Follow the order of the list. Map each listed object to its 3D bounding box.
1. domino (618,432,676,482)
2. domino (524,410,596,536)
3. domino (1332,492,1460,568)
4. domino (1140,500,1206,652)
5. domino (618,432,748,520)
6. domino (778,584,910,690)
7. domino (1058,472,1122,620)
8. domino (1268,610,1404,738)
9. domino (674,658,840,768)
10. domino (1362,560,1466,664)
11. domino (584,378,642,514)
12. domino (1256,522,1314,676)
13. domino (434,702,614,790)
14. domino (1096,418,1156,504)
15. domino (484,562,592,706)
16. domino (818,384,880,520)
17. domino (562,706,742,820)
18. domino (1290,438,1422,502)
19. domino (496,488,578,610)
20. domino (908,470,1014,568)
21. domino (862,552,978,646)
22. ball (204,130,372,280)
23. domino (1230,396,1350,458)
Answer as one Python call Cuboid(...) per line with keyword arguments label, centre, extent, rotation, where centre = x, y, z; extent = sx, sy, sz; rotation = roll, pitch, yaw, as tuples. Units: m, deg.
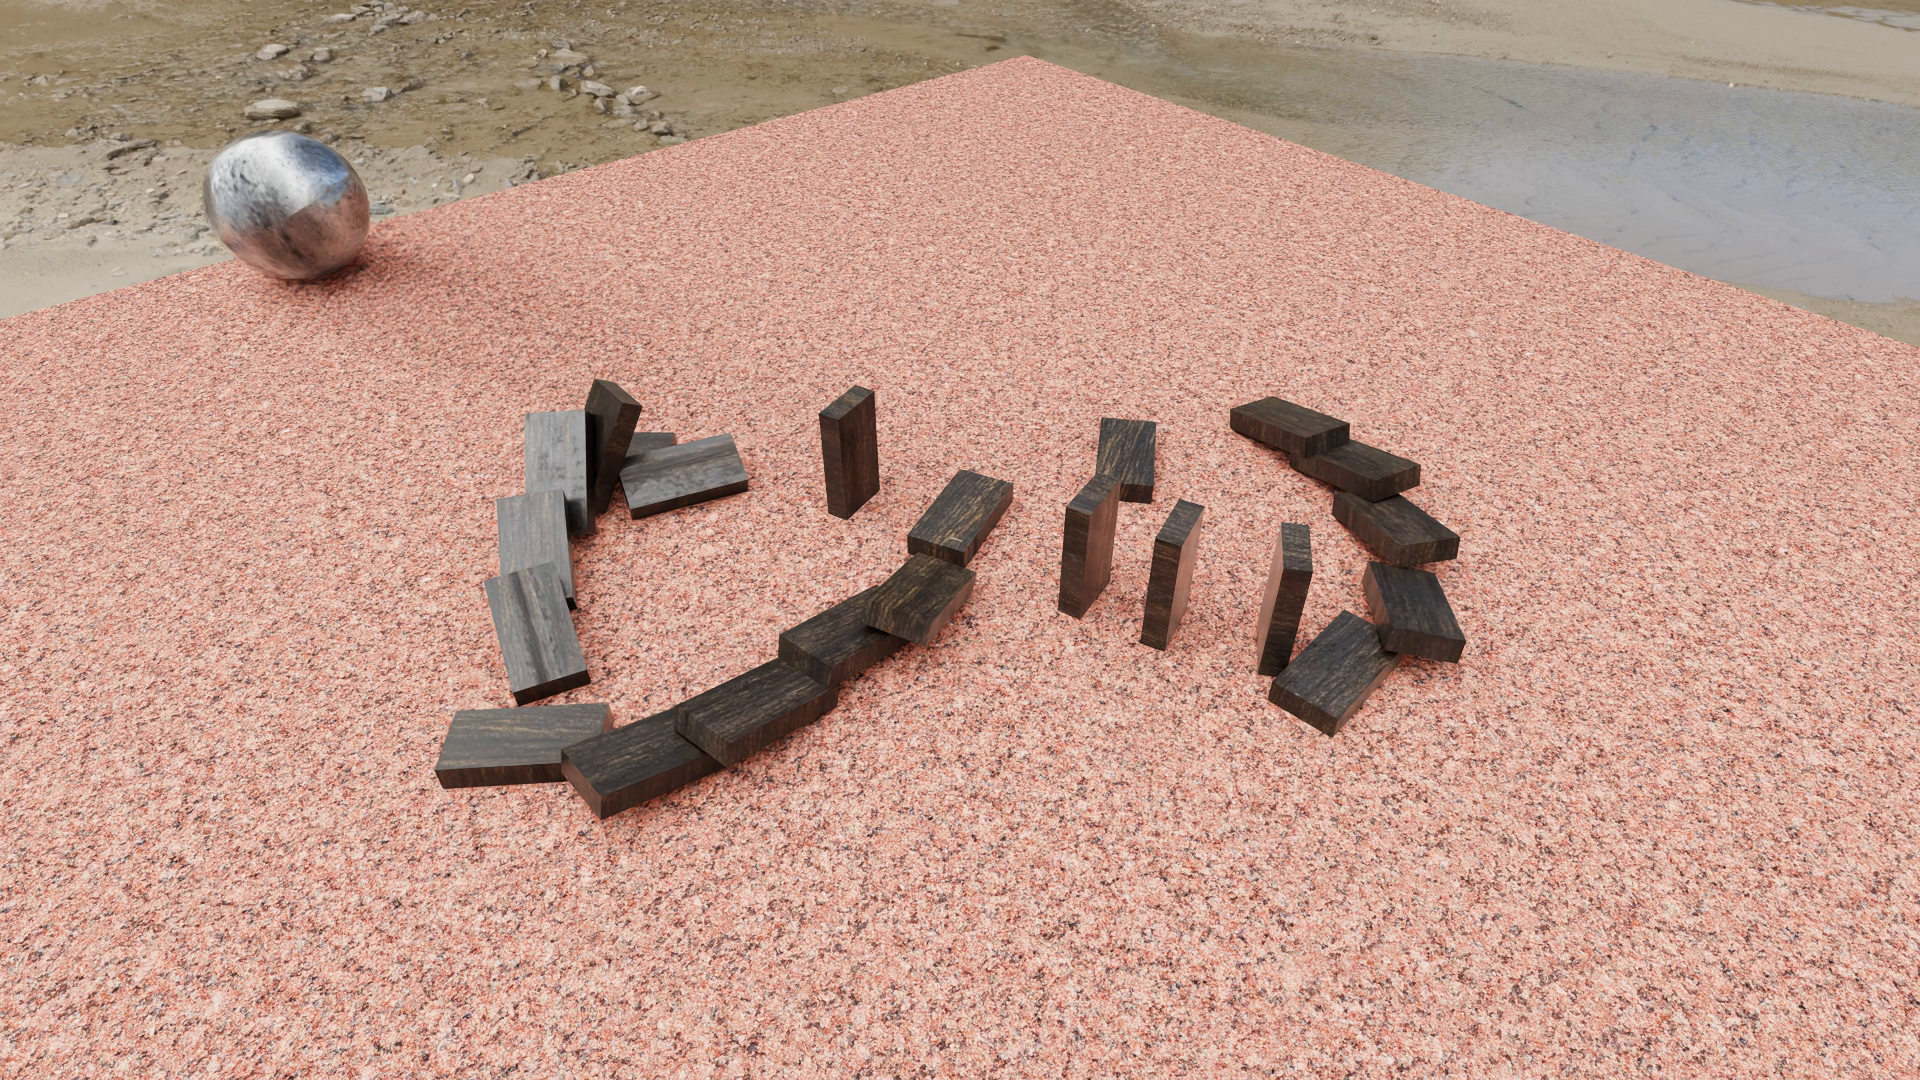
Cuboid(label="domino", centre=(-0.154, -0.037, 0.489), extent=(0.050, 0.010, 0.025), rotation=(0, 39, 0))
Cuboid(label="domino", centre=(-0.164, -0.027, 0.450), extent=(0.025, 0.009, 0.050), rotation=(-3, 84, 2))
Cuboid(label="domino", centre=(0.174, -0.006, 0.442), extent=(0.025, 0.009, 0.050), rotation=(-8, 27, -9))
Cuboid(label="domino", centre=(0.076, 0.013, 0.396), extent=(0.009, 0.050, 0.025), rotation=(18, 43, 21))
Cuboid(label="domino", centre=(-0.119, -0.028, 0.470), extent=(0.050, 0.010, 0.025), rotation=(-16, 66, -19))
Cuboid(label="domino", centre=(-0.038, 0.034, 0.394), extent=(0.025, 0.010, 0.050), rotation=(27, 34, 29))
Cuboid(label="domino", centre=(0.048, 0.002, 0.408), extent=(0.010, 0.050, 0.025), rotation=(22, 44, 24))
Cuboid(label="domino", centre=(0.133, 0.046, 0.387), extent=(0.025, 0.009, 0.050), rotation=(31, 48, 32))
Cuboid(label="domino", centre=(-0.067, 0.055, 0.365), extent=(0.025, 0.010, 0.050), rotation=(27, 30, 29))
Cuboid(label="domino", centre=(0.165, 0.025, 0.402), extent=(0.025, 0.010, 0.050), rotation=(11, 28, 5))
Cuboid(label="domino", centre=(-0.151, -0.039, 0.461), extent=(0.025, 0.050, 0.010), rotation=(36, 20, 36))
Cuboid(label="domino", centre=(0.113, 0.021, 0.385), extent=(0.010, 0.050, 0.025), rotation=(7, 40, 8))
Cuboid(label="domino", centre=(-0.142, 0.067, 0.361), extent=(0.050, 0.010, 0.025), rotation=(-3, 39, -3))
Cuboid(label="domino", centre=(0.073, -0.036, 0.487), extent=(0.025, 0.010, 0.050), rotation=(6, 40, 7))
Cuboid(label="domino", centre=(-0.152, 0.033, 0.394), extent=(0.025, 0.010, 0.050), rotation=(-17, 57, -20))
Cuboid(label="domino", centre=(-0.045, -0.036, 0.455), extent=(0.009, 0.050, 0.025), rotation=(21, 44, 23))
Cuboid(label="domino", centre=(-0.097, 0.068, 0.350), extent=(0.050, 0.009, 0.025), rotation=(-18, 40, -42))
Cuboid(label="domino", centre=(0.169, -0.032, 0.473), extent=(0.025, 0.010, 0.050), rotation=(-18, 28, -21))
Cuboid(label="domino", centre=(-0.164, 0.005, 0.425), extent=(0.025, 0.009, 0.050), rotation=(-10, 60, -12))
Cuboid(label="domino", centre=(0.001, -0.009, 0.455), extent=(0.025, 0.009, 0.050), rotation=(16, 42, 19))
Cuboid(label="domino", centre=(-0.014, 0.021, 0.404), extent=(0.025, 0.010, 0.050), rotation=(19, 24, 13))
Cuboid(label="ball", centre=(-0.375, -0.187, 0.616), extent=(0.080, 0.080, 0.080), rotation=(0, 39, 0))
Cuboid(label="domino", centre=(0.148, -0.052, 0.497), extent=(0.025, 0.010, 0.050), rotation=(-18, 28, -21))
